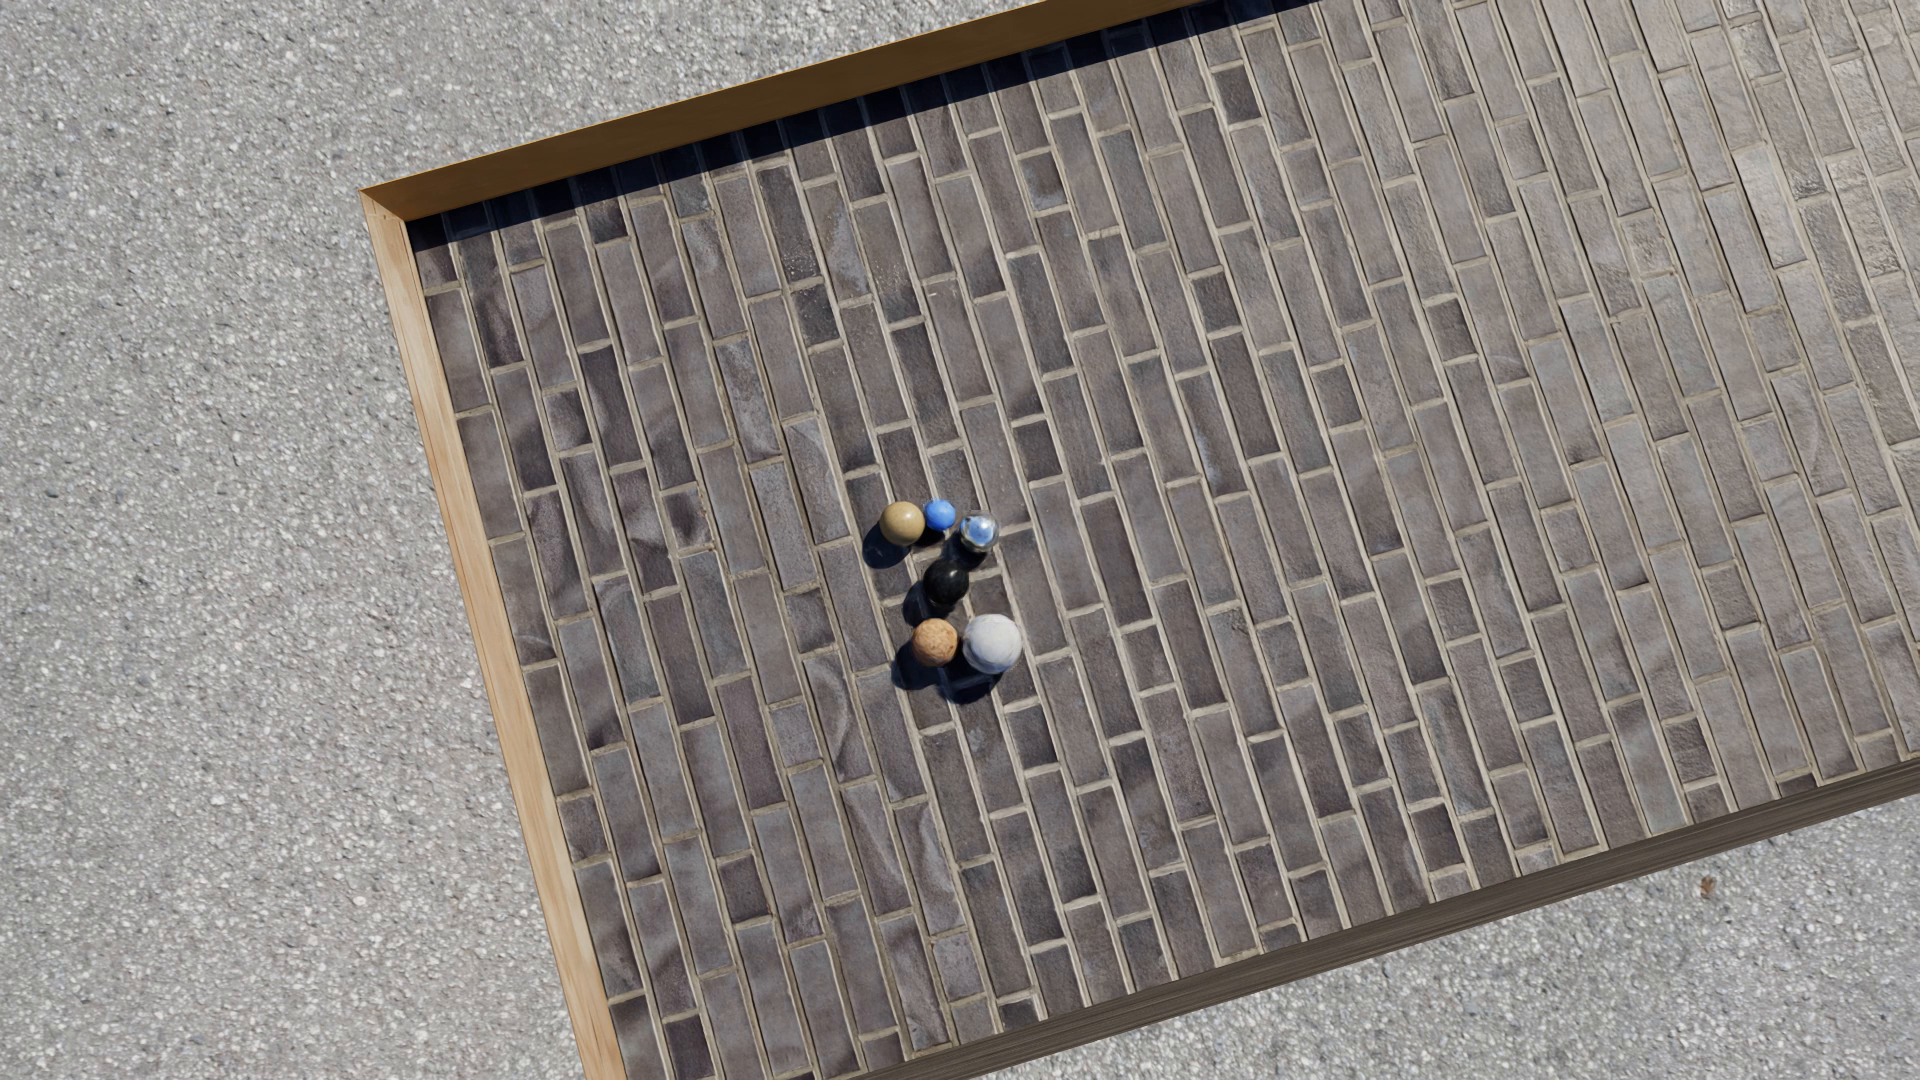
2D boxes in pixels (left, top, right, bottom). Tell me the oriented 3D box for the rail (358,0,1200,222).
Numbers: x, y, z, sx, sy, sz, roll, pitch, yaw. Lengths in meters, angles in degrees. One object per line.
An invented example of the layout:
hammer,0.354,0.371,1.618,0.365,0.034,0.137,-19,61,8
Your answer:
rail,0.487,-0.892,3.424,2.884,0.118,0.045,-16,80,-3

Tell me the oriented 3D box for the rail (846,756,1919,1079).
rail,0.897,0.483,3.174,2.884,0.118,0.045,-16,80,-3

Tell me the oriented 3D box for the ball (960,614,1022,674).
ball,0.047,0.153,3.248,0.091,0.091,0.091,0,80,0

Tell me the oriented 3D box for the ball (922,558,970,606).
ball,-0.021,0.062,3.275,0.070,0.070,0.070,0,80,0

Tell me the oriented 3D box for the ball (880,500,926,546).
ball,-0.086,-0.025,3.292,0.068,0.068,0.068,0,80,0

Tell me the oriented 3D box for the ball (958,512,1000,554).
ball,0.028,-0.011,3.293,0.063,0.063,0.063,0,80,0

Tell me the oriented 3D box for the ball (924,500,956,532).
ball,-0.031,-0.037,3.305,0.048,0.048,0.048,0,80,0

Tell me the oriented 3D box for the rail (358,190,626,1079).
rail,-0.669,0.188,3.227,0.045,0.118,1.504,-16,80,-3

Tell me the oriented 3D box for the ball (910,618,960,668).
ball,-0.037,0.152,3.258,0.072,0.072,0.072,0,80,0
